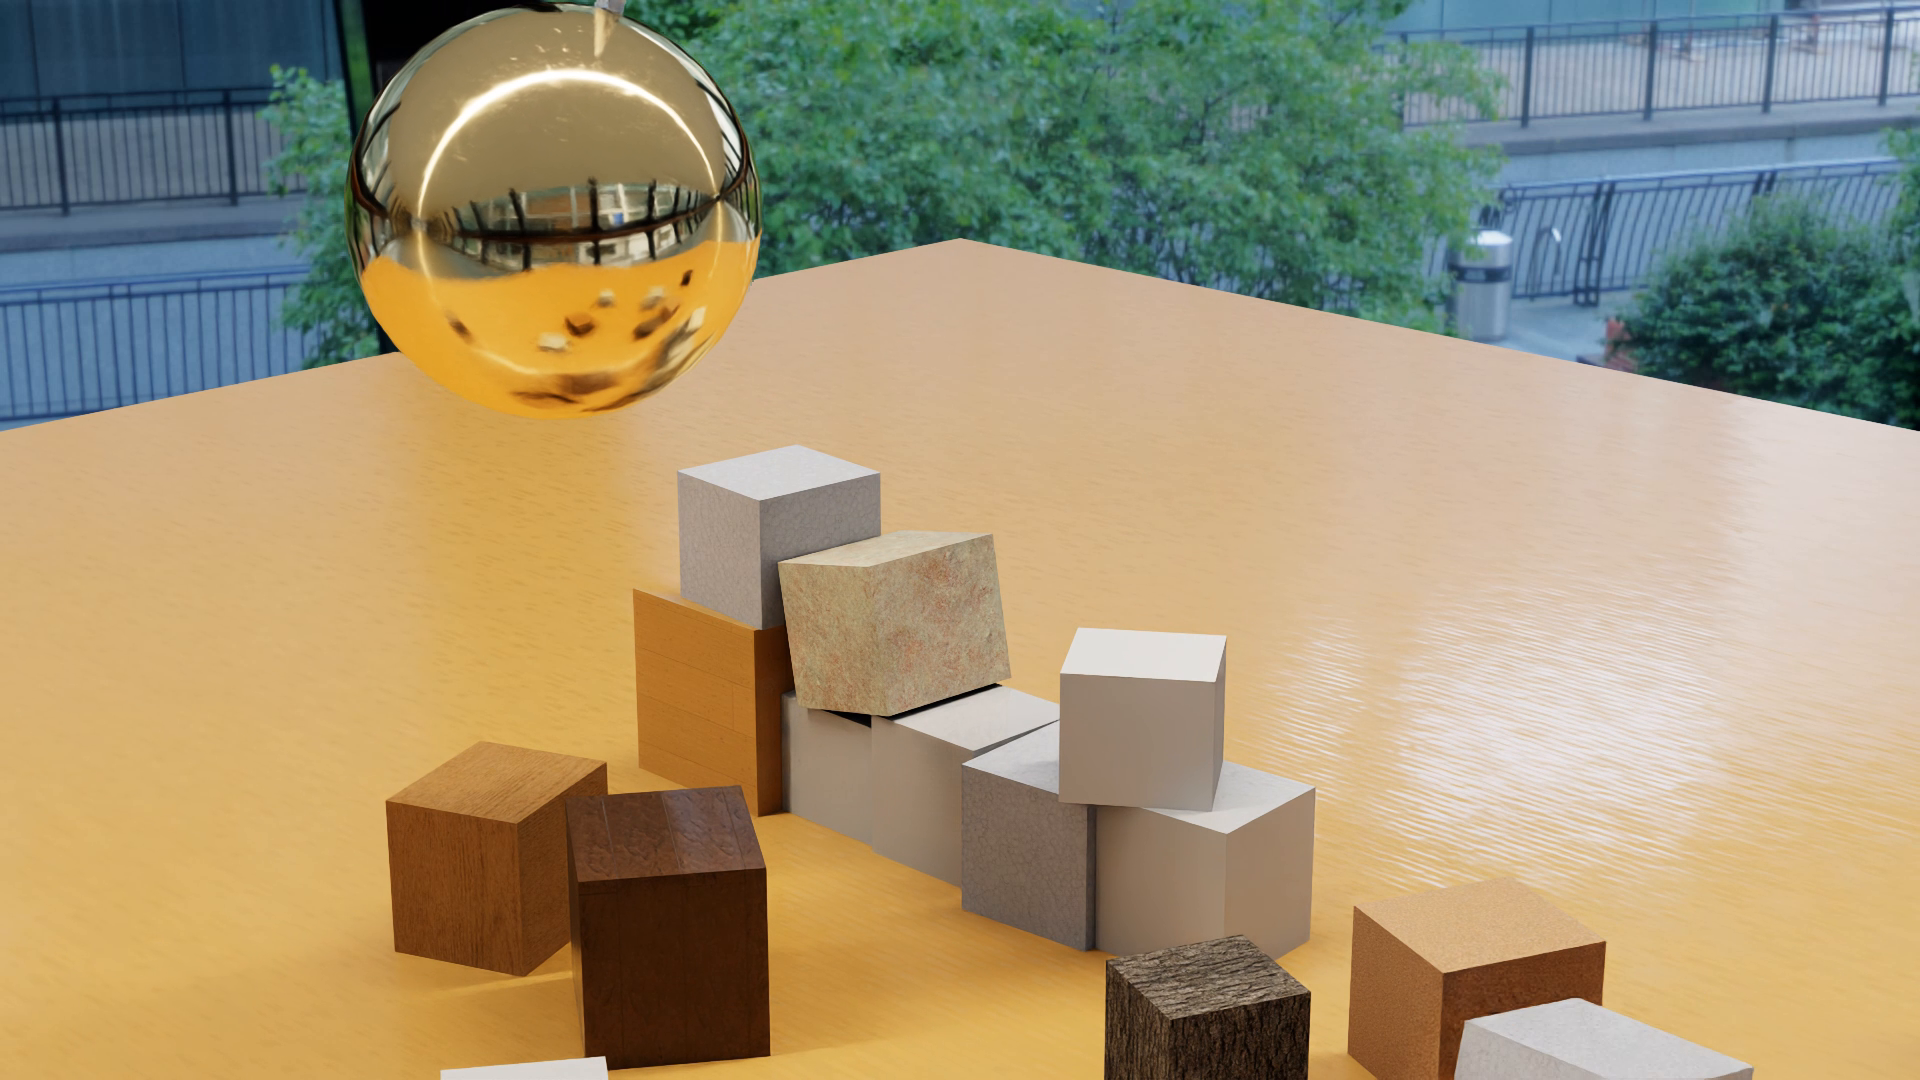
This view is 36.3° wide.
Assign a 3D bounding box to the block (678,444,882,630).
[{"bbox_3d":[-0.871,-0.024,14.191,0.726,0.639,0.658,-14,22,-38],"label":"block"}]

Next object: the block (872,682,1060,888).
[{"bbox_3d":[0.072,1.125,13.614,0.659,0.691,0.697,17,24,42],"label":"block"}]

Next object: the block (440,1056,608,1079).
[{"bbox_3d":[-1.506,2.233,10.279,0.582,0.576,0.602,-3,18,-10],"label":"block"}]

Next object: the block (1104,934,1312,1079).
[{"bbox_3d":[0.943,1.931,11.258,0.594,0.566,0.549,-7,19,-22],"label":"block"}]

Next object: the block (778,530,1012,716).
[{"bbox_3d":[-0.306,0.378,13.813,0.777,0.696,0.659,-15,11,-41],"label":"block"}]

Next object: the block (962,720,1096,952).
[{"bbox_3d":[0.514,1.297,13.058,0.695,0.695,0.750,14,22,38],"label":"block"}]

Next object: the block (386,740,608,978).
[{"bbox_3d":[-1.999,1.377,12.788,0.646,0.705,0.758,7,19,22],"label":"block"}]

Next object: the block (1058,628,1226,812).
[{"bbox_3d":[0.786,0.762,12.549,0.648,0.582,0.584,3,18,9],"label":"block"}]

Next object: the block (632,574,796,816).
[{"bbox_3d":[-0.966,0.687,14.575,0.920,0.949,0.903,-17,24,-42],"label":"block"}]

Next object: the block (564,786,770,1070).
[{"bbox_3d":[-1.202,1.571,11.977,0.735,0.822,0.870,-3,18,-10],"label":"block"}]

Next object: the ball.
[{"bbox_3d":[-1.561,-1.263,11.308,1.600,1.600,1.600,0,17,0],"label":"ball"}]

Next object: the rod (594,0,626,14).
[{"bbox_3d":[-0.677,-4.545,11.204,0.080,5.200,0.080,17,2,42],"label":"rod"}]

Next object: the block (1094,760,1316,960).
[{"bbox_3d":[1.055,1.414,12.645,0.671,0.720,0.668,14,22,38],"label":"block"}]

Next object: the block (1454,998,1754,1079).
[{"bbox_3d":[2.204,2.094,10.255,0.730,0.703,0.725,18,12,42],"label":"block"}]

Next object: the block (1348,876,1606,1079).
[{"bbox_3d":[2.021,1.802,11.528,0.729,0.650,0.665,-7,19,-22],"label":"block"}]

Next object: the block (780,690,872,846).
[{"bbox_3d":[-0.390,1.023,14.100,0.654,0.593,0.671,-17,24,-42],"label":"block"}]
